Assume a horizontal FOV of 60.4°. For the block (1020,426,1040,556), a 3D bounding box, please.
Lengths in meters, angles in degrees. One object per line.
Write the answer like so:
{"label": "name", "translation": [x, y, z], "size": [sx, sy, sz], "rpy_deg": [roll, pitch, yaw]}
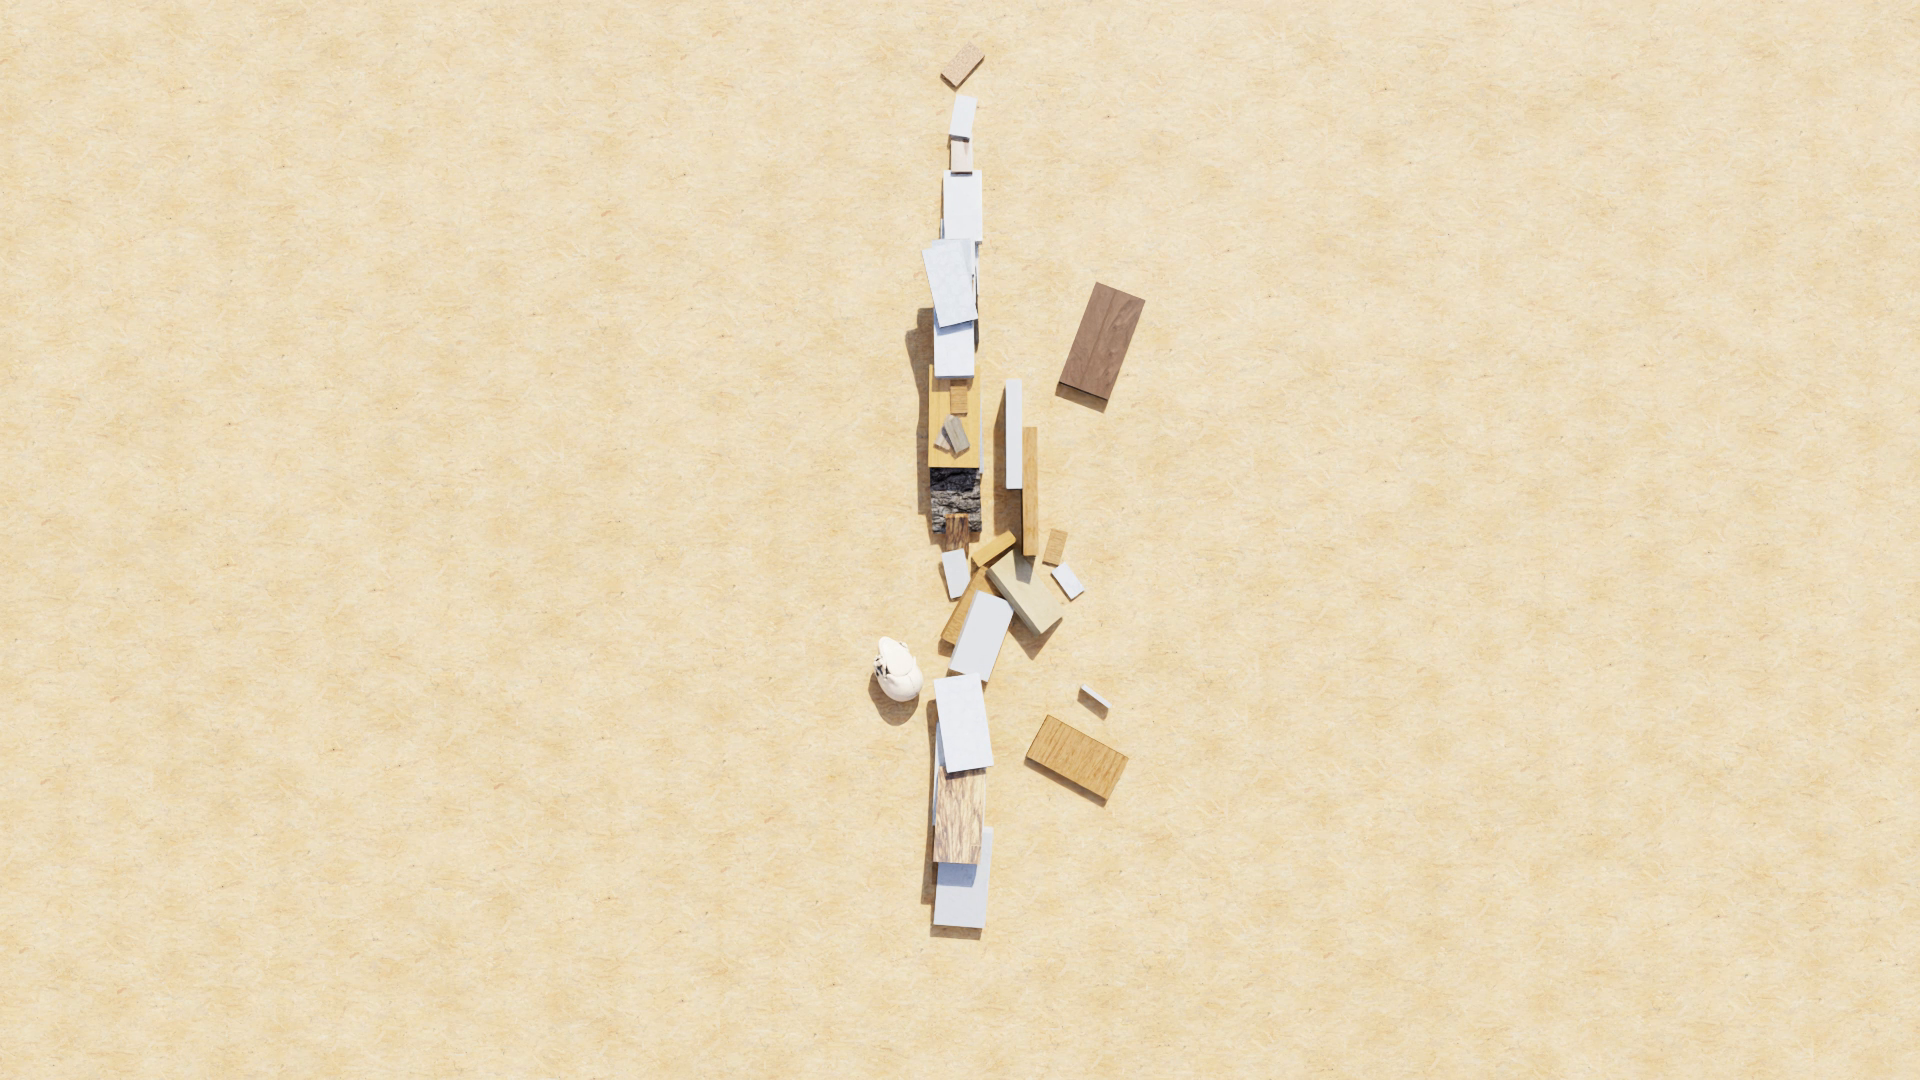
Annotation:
{"label": "block", "translation": [0.227, -0.158, 5.412], "size": [0.050, 0.176, 0.415], "rpy_deg": [-1, 90, 0]}

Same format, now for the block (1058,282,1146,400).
{"label": "block", "translation": [0.470, -0.659, 5.475], "size": [0.176, 0.050, 0.352], "rpy_deg": [21, 90, 0]}

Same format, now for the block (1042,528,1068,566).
{"label": "block", "translation": [0.318, 0.021, 5.492], "size": [0.057, 0.016, 0.113], "rpy_deg": [16, 90, 0]}

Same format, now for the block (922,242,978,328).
{"label": "block", "translation": [-0.033, -0.810, 5.238], "size": [0.125, 0.035, 0.250], "rpy_deg": [-14, 92, -2]}

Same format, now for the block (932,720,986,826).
{"label": "block", "translation": [0.001, 0.770, 5.428], "size": [0.169, 0.048, 0.337], "rpy_deg": [2, 90, 0]}

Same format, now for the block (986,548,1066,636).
{"label": "block", "translation": [0.217, 0.172, 5.443], "size": [0.136, 0.039, 0.273], "rpy_deg": [-38, 90, -38]}

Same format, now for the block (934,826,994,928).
{"label": "block", "translation": [0.011, 1.103, 5.418], "size": [0.169, 0.048, 0.338], "rpy_deg": [5, 103, -1]}

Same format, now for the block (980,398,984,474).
{"label": "block", "translation": [-0.010, -0.378, 5.414], "size": [0.164, 0.046, 0.328], "rpy_deg": [-3, 113, 0]}

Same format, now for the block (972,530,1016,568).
{"label": "block", "translation": [0.112, 0.027, 5.461], "size": [0.152, 0.076, 0.022], "rpy_deg": [-35, 109, 0]}

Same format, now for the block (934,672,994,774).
{"label": "block", "translation": [0.011, 0.596, 5.371], "size": [0.152, 0.043, 0.304], "rpy_deg": [-8, 78, -3]}

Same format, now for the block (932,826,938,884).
{"label": "block", "translation": [-0.005, 0.972, 5.476], "size": [0.169, 0.048, 0.338], "rpy_deg": [1, 90, 0]}

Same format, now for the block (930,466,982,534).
{"label": "block", "translation": [-0.016, -0.188, 5.428], "size": [0.164, 0.046, 0.328], "rpy_deg": [-3, 108, 0]}

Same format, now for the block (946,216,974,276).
{"label": "block", "translation": [0.000, -0.959, 5.372], "size": [0.097, 0.027, 0.193], "rpy_deg": [0, 86, 0]}

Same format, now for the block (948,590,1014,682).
{"label": "block", "translation": [0.072, 0.314, 5.437], "size": [0.136, 0.039, 0.273], "rpy_deg": [20, 92, -13]}

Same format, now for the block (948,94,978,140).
{"label": "block", "translation": [0.010, -1.404, 5.477], "size": [0.071, 0.020, 0.142], "rpy_deg": [10, 79, 0]}

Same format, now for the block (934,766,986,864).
{"label": "block", "translation": [-0.001, 0.893, 5.346], "size": [0.152, 0.043, 0.304], "rpy_deg": [4, 76, 0]}

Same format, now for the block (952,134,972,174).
{"label": "block", "translation": [0.007, -1.282, 5.471], "size": [0.071, 0.020, 0.142], "rpy_deg": [0, 74, 0]}

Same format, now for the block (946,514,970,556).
{"label": "block", "translation": [-0.009, -0.017, 5.448], "size": [0.076, 0.022, 0.152], "rpy_deg": [-1, 125, -1]}

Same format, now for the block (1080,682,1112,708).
{"label": "block", "translation": [0.451, 0.516, 5.472], "size": [0.113, 0.057, 0.016], "rpy_deg": [36, 90, 0]}

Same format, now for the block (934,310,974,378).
{"label": "block", "translation": [-0.020, -0.643, 5.271], "size": [0.125, 0.035, 0.250], "rpy_deg": [-1, 81, 0]}

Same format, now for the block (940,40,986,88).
{"label": "block", "translation": [0.009, -1.584, 5.490], "size": [0.071, 0.020, 0.142], "rpy_deg": [42, 90, 0]}

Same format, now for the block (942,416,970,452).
{"label": "block", "translation": [-0.011, -0.338, 5.287], "size": [0.053, 0.015, 0.105], "rpy_deg": [-26, 109, -7]}

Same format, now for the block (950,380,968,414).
{"label": "block", "translation": [-0.003, -0.460, 5.284], "size": [0.053, 0.015, 0.105], "rpy_deg": [-2, 99, 0]}

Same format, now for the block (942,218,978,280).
{"label": "block", "translation": [0.000, -0.938, 5.482], "size": [0.126, 0.036, 0.251], "rpy_deg": [0, 90, 0]}

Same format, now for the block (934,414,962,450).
{"label": "block", "translation": [-0.038, -0.349, 5.300], "size": [0.053, 0.015, 0.105], "rpy_deg": [24, 98, -4]}

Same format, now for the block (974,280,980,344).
{"label": "block", "translation": [-0.004, -0.776, 5.454], "size": [0.126, 0.036, 0.251], "rpy_deg": [-2, 103, 0]}

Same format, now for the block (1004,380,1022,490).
{"label": "block", "translation": [0.175, -0.343, 5.412], "size": [0.050, 0.176, 0.352], "rpy_deg": [0, 90, 0]}

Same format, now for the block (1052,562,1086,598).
{"label": "block", "translation": [0.360, 0.134, 5.492], "size": [0.057, 0.016, 0.113], "rpy_deg": [-36, 90, 0]}

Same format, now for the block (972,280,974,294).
{"label": "block", "translation": [-0.009, -0.750, 5.363], "size": [0.097, 0.027, 0.194], "rpy_deg": [3, 107, -2]}

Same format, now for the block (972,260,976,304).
{"label": "block", "translation": [0.001, -0.867, 5.392], "size": [0.097, 0.027, 0.194], "rpy_deg": [-1, 86, 0]}

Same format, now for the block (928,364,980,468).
{"label": "block", "translation": [-0.018, -0.401, 5.323], "size": [0.164, 0.046, 0.328], "rpy_deg": [1, 98, 0]}

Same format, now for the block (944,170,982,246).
{"label": "block", "translation": [0.010, -1.099, 5.454], "size": [0.126, 0.036, 0.251], "rpy_deg": [-1, 77, 0]}

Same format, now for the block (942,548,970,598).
{"label": "block", "translation": [-0.010, 0.111, 5.473], "size": [0.076, 0.022, 0.152], "rpy_deg": [-12, 103, 0]}

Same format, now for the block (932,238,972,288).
{"label": "block", "translation": [-0.021, -0.737, 5.334], "size": [0.125, 0.035, 0.467], "rpy_deg": [-2, 107, 0]}

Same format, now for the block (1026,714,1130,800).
{"label": "block", "translation": [0.390, 0.719, 5.478], "size": [0.304, 0.043, 0.152], "rpy_deg": [28, 90, 0]}

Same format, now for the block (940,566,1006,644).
{"label": "block", "translation": [0.060, 0.232, 5.465], "size": [0.136, 0.039, 0.273], "rpy_deg": [29, 90, -13]}
